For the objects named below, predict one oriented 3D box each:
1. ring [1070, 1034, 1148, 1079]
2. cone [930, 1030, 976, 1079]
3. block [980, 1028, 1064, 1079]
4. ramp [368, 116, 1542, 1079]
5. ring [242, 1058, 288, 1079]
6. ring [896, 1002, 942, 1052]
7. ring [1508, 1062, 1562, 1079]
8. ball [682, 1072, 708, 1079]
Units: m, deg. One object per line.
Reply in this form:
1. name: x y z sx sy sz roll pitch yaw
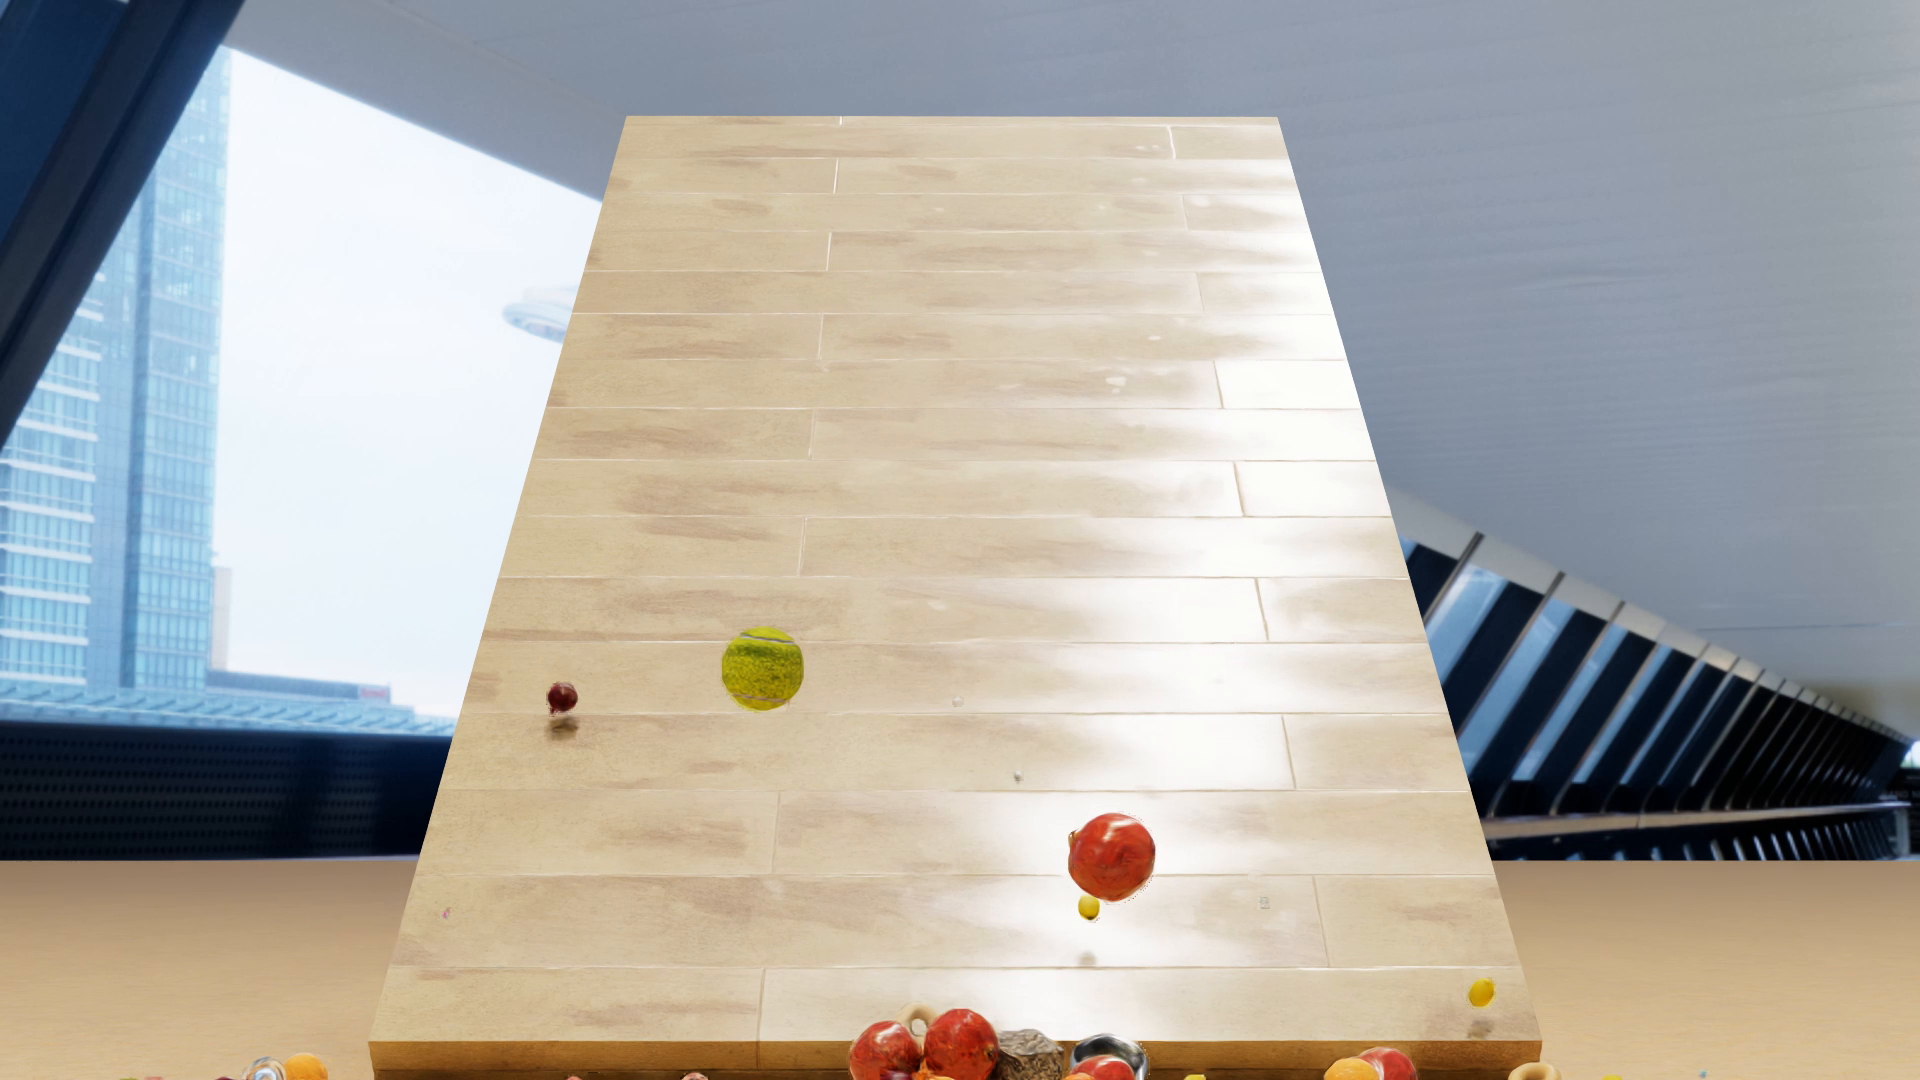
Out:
1. ring: 0.248 0.875 4.102 0.131 0.044 0.131 1 28 -1
2. cone: -0.019 0.847 4.062 0.078 0.078 0.078 -10 -24 -5
3. block: 0.094 0.817 3.779 0.093 0.093 0.093 0 11 -26
4. ramp: -0.015 -0.183 5.890 2.000 0.100 4.000 0 33 0
5. ring: -0.969 0.760 3.416 0.026 0.079 0.079 2 -5 30
6. ring: -0.070 0.824 4.154 0.084 0.084 0.028 3 -20 -22
7. ring: 0.913 0.864 3.903 0.089 0.030 0.089 -17 23 7
8. ball: -0.416 0.862 3.853 0.051 0.051 0.051 0 -7 0
